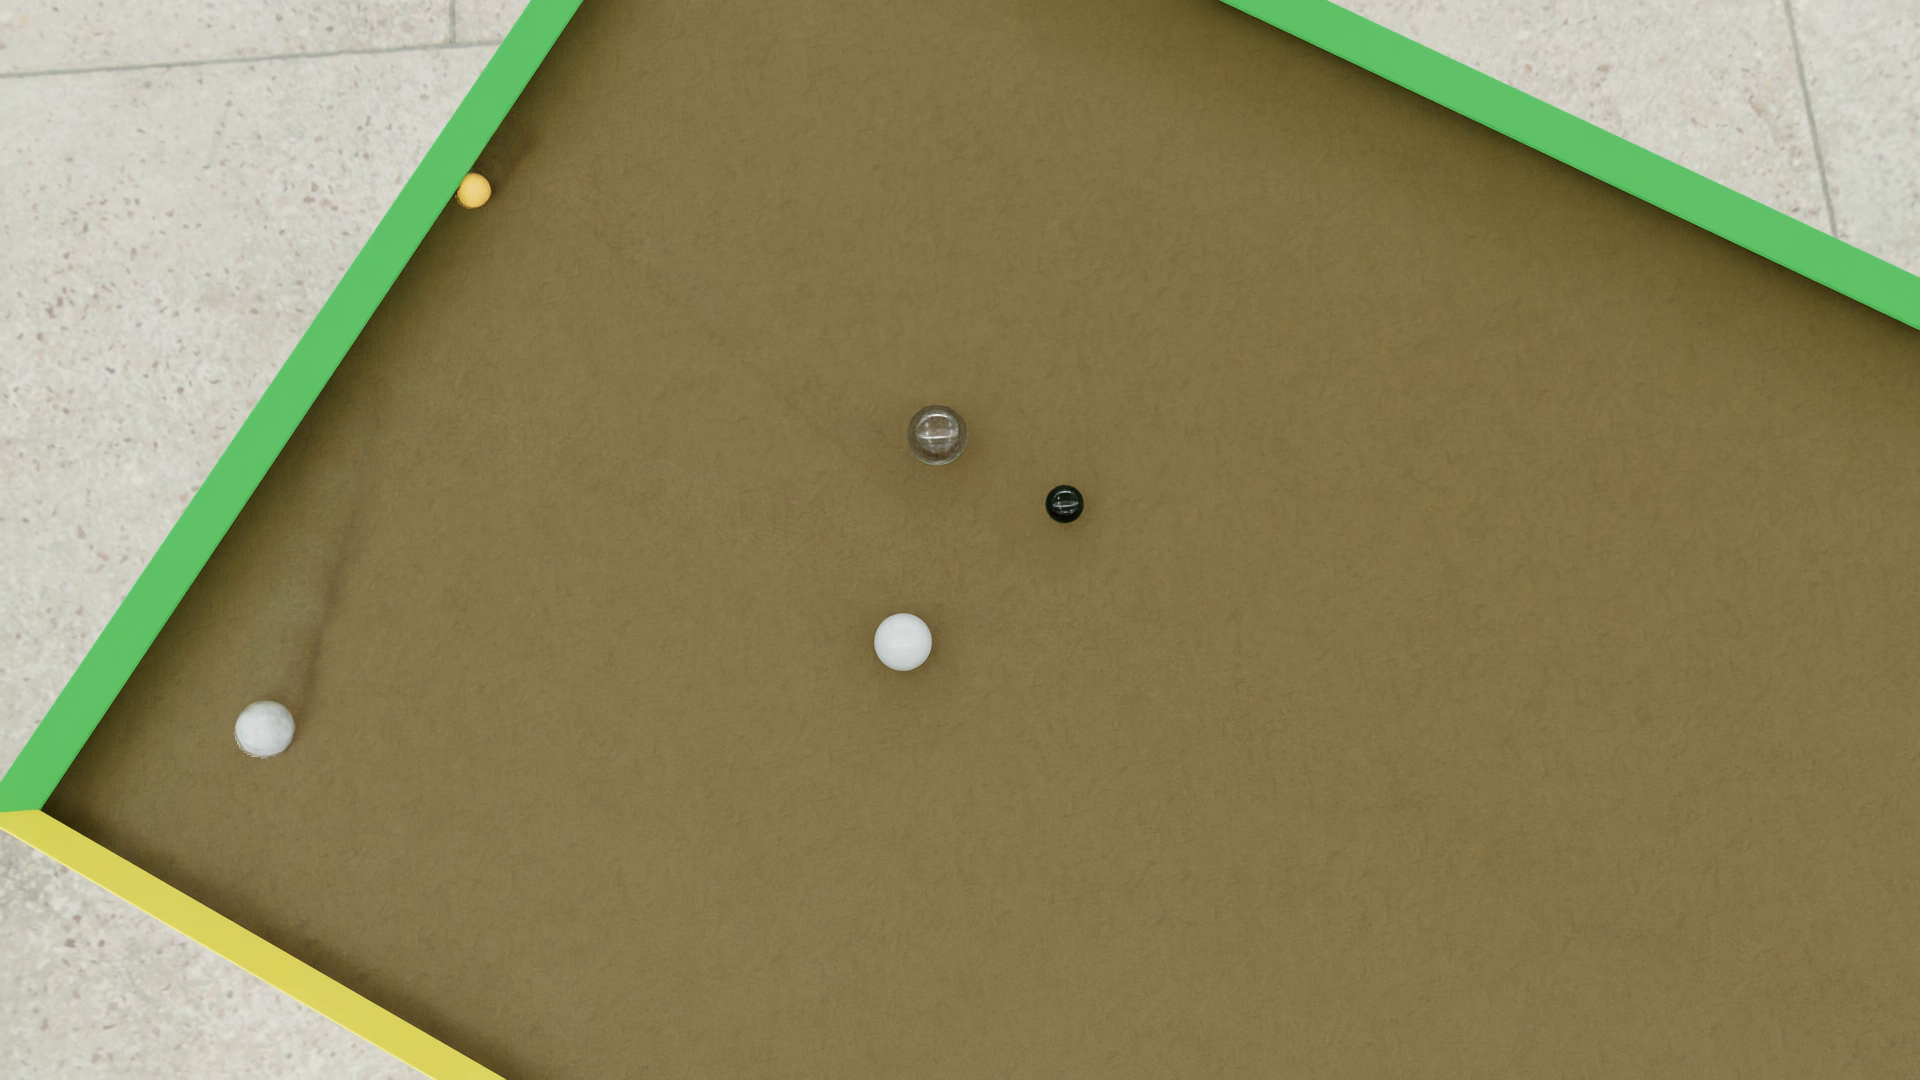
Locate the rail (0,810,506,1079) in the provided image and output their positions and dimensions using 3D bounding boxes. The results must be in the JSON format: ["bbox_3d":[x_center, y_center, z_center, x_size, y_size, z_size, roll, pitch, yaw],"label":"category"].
[{"bbox_3d":[0.413,1.338,2.943,4.135,0.124,0.045,27,75,8],"label":"rail"}]

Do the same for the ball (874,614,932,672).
[{"bbox_3d":[-0.086,0.154,3.325,0.088,0.088,0.088,0,73,0],"label":"ball"}]

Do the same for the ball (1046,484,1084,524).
[{"bbox_3d":[0.162,-0.055,3.404,0.060,0.060,0.060,0,73,0],"label":"ball"}]

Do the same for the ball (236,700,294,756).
[{"bbox_3d":[-1.039,0.282,3.288,0.084,0.084,0.084,0,73,0],"label":"ball"}]

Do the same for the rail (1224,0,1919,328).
[{"bbox_3d":[1.404,-0.409,3.478,4.135,0.124,0.045,27,75,8],"label":"rail"}]

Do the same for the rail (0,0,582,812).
[{"bbox_3d":[-0.888,-0.468,3.496,0.045,0.124,2.126,27,75,8],"label":"rail"}]

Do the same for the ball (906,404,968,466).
[{"bbox_3d":[-0.035,-0.163,3.418,0.096,0.096,0.096,0,73,0],"label":"ball"}]

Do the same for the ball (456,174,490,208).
[{"bbox_3d":[-0.788,-0.566,3.563,0.055,0.055,0.055,0,73,0],"label":"ball"}]
